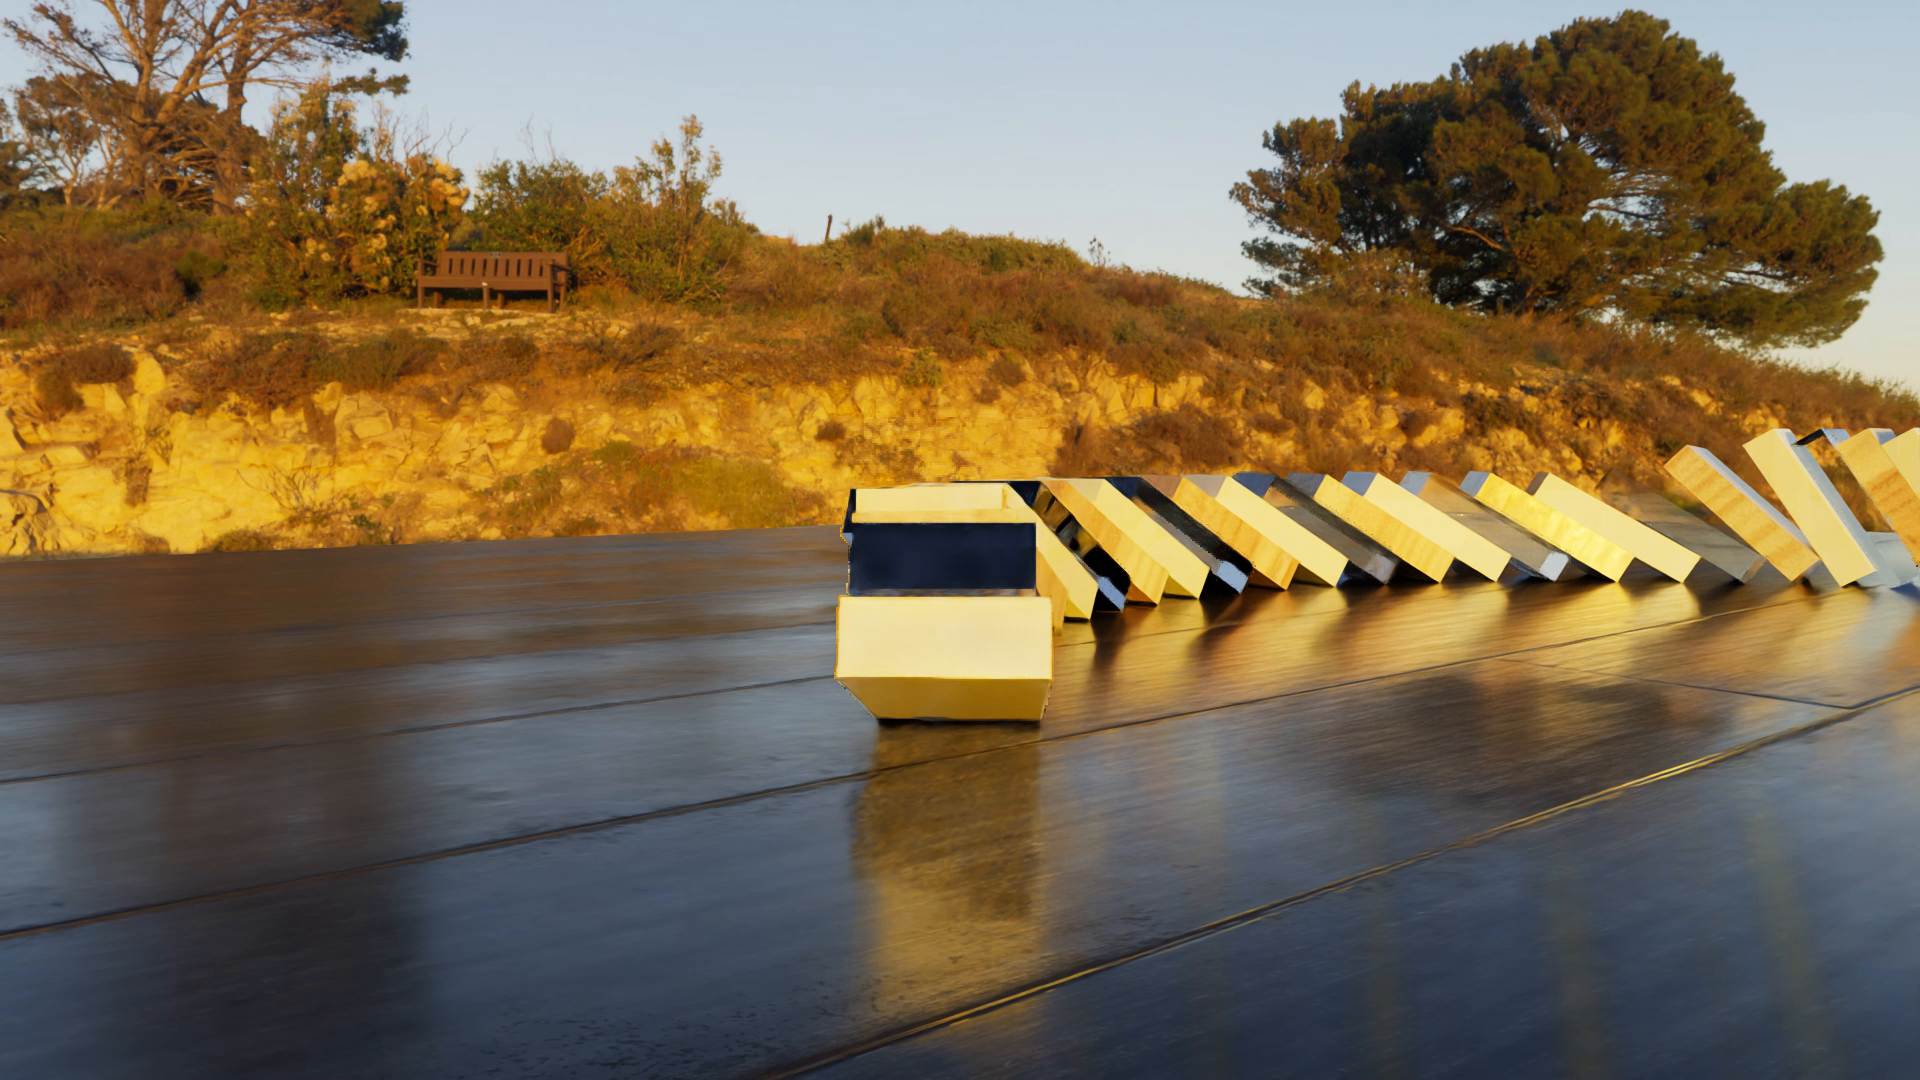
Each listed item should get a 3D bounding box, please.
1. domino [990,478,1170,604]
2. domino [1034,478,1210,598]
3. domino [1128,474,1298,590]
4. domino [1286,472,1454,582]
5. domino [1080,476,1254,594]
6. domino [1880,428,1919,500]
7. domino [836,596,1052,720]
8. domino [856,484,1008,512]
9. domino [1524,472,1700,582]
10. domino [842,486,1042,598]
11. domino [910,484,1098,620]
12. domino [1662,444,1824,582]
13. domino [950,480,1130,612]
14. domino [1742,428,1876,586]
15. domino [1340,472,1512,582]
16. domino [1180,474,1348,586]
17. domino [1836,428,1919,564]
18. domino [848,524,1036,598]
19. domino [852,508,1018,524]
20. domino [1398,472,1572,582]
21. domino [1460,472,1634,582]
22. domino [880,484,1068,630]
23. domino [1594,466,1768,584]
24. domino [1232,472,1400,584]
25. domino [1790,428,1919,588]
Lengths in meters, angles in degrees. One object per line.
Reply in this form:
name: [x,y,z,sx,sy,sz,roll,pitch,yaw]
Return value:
domino: [0.030,0.001,0.332,0.025,0.010,0.050,4,-25,44]
domino: [0.043,0.000,0.347,0.025,0.010,0.050,4,-24,49]
domino: [0.072,-0.002,0.374,0.050,0.009,0.025,32,-11,-27]
domino: [0.126,-0.004,0.400,0.050,0.009,0.025,30,-2,-12]
domino: [0.057,-0.001,0.361,0.050,0.010,0.025,33,-16,-32]
domino: [0.293,-0.009,0.375,0.025,0.050,0.010,-4,-27,-41]
domino: [-0.001,0.017,0.175,0.025,0.010,0.050,0,-14,2]
domino: [-0.002,0.007,0.237,0.025,0.010,0.050,-2,-28,7]
domino: [0.206,-0.005,0.409,0.050,0.009,0.025,32,12,12]
domino: [-0.002,0.006,0.258,0.025,0.010,0.050,-1,-27,19]
domino: [0.010,0.003,0.296,0.025,0.009,0.050,2,-26,32]
domino: [0.248,-0.009,0.404,0.025,0.009,0.050,0,46,-47]
domino: [0.019,0.002,0.314,0.025,0.010,0.050,2,-26,36]
domino: [0.264,-0.011,0.396,0.025,0.050,0.010,-5,-26,-47]
domino: [0.145,-0.005,0.406,0.050,0.009,0.025,30,2,-6]
domino: [0.089,-0.003,0.385,0.050,0.010,0.025,31,-8,-21]
domino: [0.286,-0.010,0.384,0.025,0.050,0.009,-4,-27,-41]
domino: [-0.001,0.012,0.196,0.025,0.009,0.050,0,-22,3]
domino: [-0.002,0.010,0.216,0.025,0.010,0.050,-1,-23,4]
domino: [0.165,-0.005,0.409,0.050,0.009,0.025,31,5,0]
domino: [0.185,-0.005,0.409,0.050,0.009,0.025,31,7,4]
domino: [0.003,0.005,0.277,0.025,0.010,0.050,0,-27,25]
domino: [0.226,-0.005,0.406,0.050,0.009,0.025,37,18,18]
domino: [0.107,-0.004,0.393,0.050,0.010,0.025,30,-5,-17]
domino: [0.276,-0.010,0.391,0.025,0.050,0.009,-4,-27,-41]
